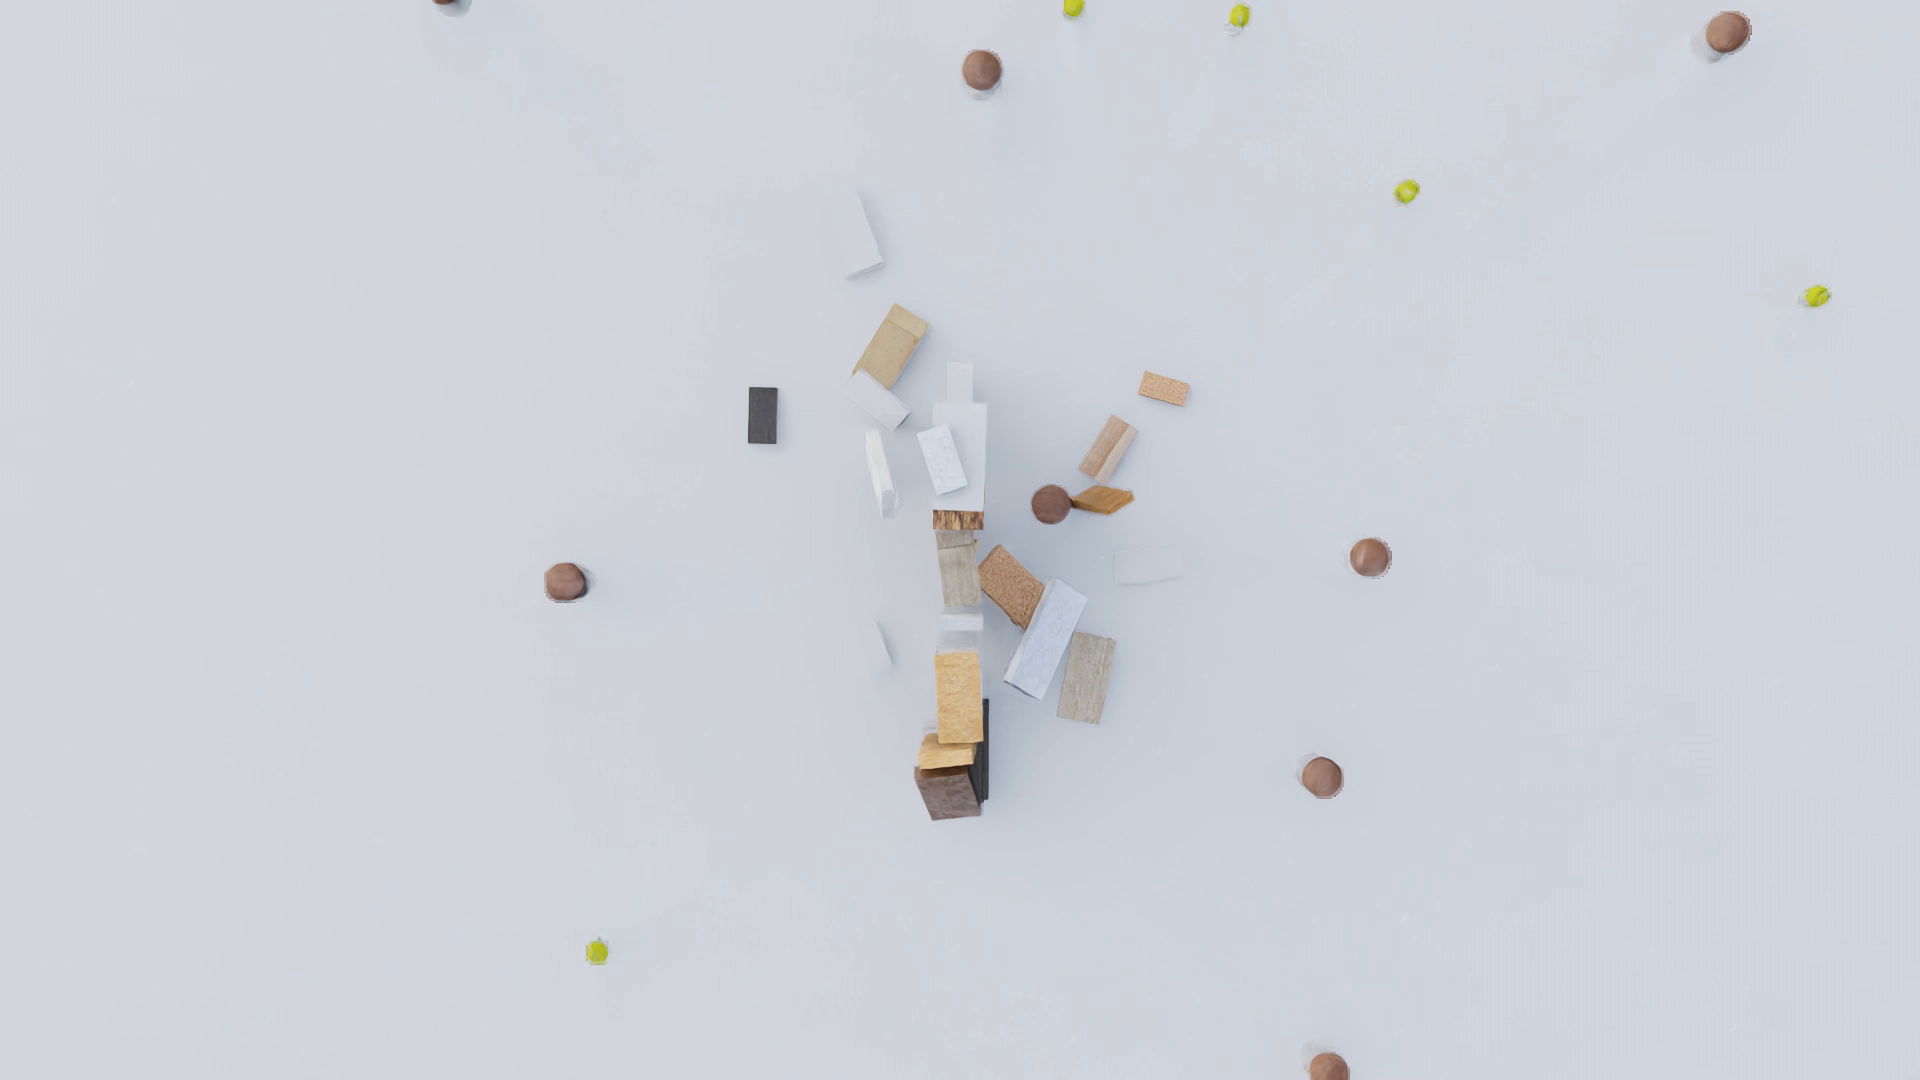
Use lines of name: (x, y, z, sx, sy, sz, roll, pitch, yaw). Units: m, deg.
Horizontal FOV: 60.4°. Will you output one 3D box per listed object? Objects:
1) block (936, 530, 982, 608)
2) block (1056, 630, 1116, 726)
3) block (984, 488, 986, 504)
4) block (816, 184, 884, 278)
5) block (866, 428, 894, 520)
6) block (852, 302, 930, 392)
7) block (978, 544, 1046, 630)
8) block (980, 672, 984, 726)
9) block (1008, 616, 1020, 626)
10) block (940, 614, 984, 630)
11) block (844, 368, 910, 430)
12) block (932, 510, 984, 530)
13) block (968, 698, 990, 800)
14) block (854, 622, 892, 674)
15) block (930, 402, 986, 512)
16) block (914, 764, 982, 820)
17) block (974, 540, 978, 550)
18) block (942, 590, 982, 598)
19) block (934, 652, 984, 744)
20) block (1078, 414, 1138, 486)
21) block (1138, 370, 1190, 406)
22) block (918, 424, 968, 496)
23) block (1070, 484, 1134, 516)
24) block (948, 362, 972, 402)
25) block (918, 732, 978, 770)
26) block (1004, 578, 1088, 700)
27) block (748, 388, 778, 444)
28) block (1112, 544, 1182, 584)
block: (-0.004, 0.089, 5.241, 0.121, 0.034, 0.241, -7, 90, 0)
block: (0.420, 0.458, 5.480, 0.144, 0.041, 0.289, 11, 90, 0)
block: (-0.003, -0.133, 4.980, 0.157, 0.313, 0.044, 0, 91, 0)
block: (-0.367, -1.026, 5.481, 0.137, 0.039, 0.274, -21, 90, 0)
block: (-0.261, -0.214, 5.358, 0.039, 0.137, 0.274, -8, 50, -9)
block: (-0.230, -0.635, 5.481, 0.137, 0.039, 0.274, 32, 90, 0)
block: (0.181, 0.164, 5.425, 0.289, 0.041, 0.144, 43, 81, -18)
block: (0.003, 0.513, 5.364, 0.140, 0.280, 0.040, 0, 114, 0)
block: (0.173, 0.202, 5.480, 0.078, 0.022, 0.156, -36, 91, -12)
block: (0.004, 0.267, 5.360, 0.140, 0.280, 0.040, -1, 90, 0)
block: (-0.276, -0.464, 5.461, 0.215, 0.027, 0.094, 40, 114, -4)
block: (-0.004, -0.191, 5.160, 0.159, 0.045, 0.318, 0, 90, 0)
block: (0.012, 0.692, 5.476, 0.167, 0.047, 0.334, 0, 90, 0)
block: (-0.288, 0.360, 5.489, 0.078, 0.022, 0.156, -21, 90, 0)
block: (-0.006, -0.242, 4.802, 0.157, 0.044, 0.313, 2, 90, 0)
block: (-0.036, 0.810, 5.316, 0.167, 0.334, 0.047, -7, 57, 6)
block: (-0.002, 0.015, 5.379, 0.121, 0.241, 0.034, 0, 90, 0)
block: (0.007, 0.172, 5.379, 0.121, 0.241, 0.034, 5, 90, 0)
block: (-0.004, 0.499, 5.212, 0.140, 0.040, 0.280, -3, 86, 0)
block: (0.491, -0.301, 5.485, 0.107, 0.030, 0.213, 31, 90, 0)
block: (0.678, -0.503, 5.489, 0.156, 0.022, 0.078, 16, 90, 0)
block: (-0.051, -0.232, 4.766, 0.094, 0.027, 0.187, -18, 90, 0)
block: (0.462, -0.132, 5.379, 0.107, 0.222, 0.030, -30, 110, -21)
block: (0.000, -0.475, 5.163, 0.079, 0.022, 0.158, 0, 90, 0)
block: (-0.037, 0.667, 5.282, 0.167, 0.334, 0.047, -7, 94, 4)
block: (0.281, 0.325, 5.404, 0.144, 0.041, 0.376, 33, 75, -31)
block: (-0.655, -0.413, 5.487, 0.094, 0.027, 0.187, 1, 90, 0)
block: (0.623, 0.080, 5.485, 0.213, 0.030, 0.107, -8, 90, 0)
